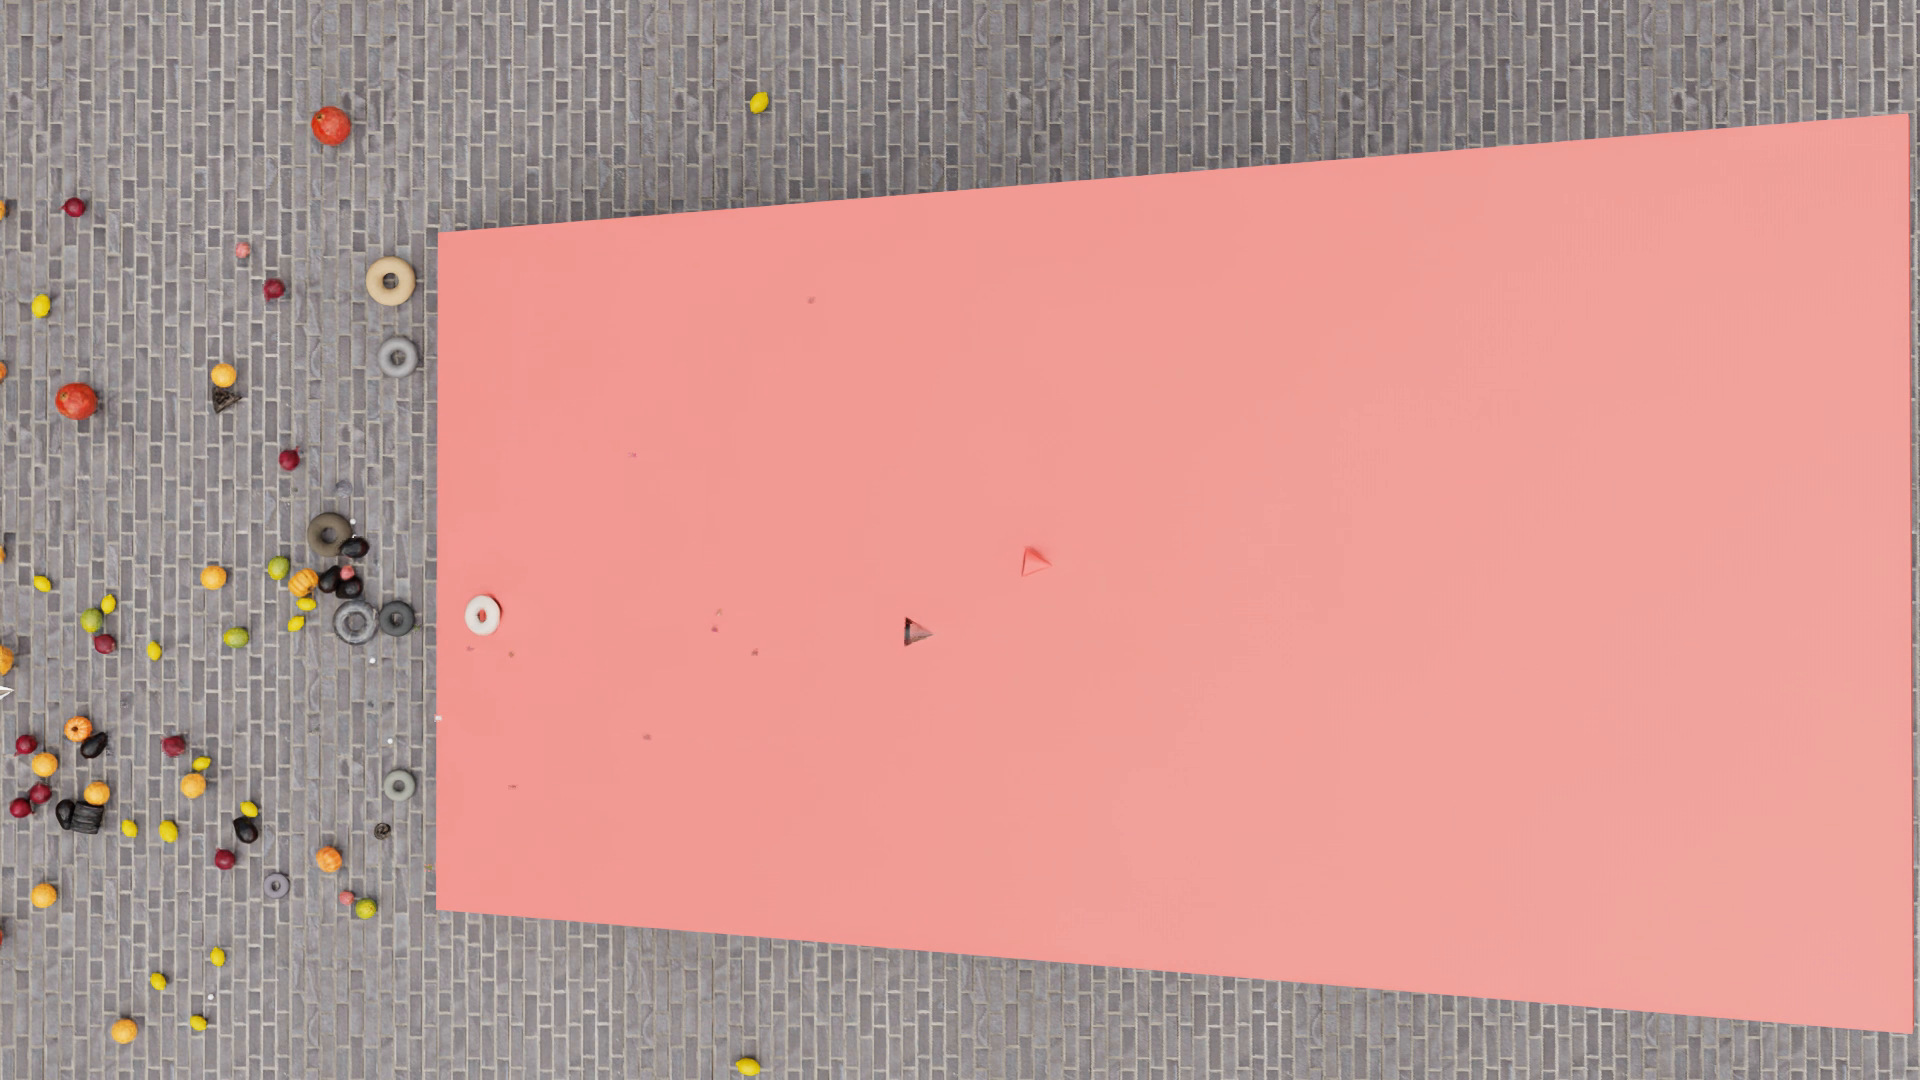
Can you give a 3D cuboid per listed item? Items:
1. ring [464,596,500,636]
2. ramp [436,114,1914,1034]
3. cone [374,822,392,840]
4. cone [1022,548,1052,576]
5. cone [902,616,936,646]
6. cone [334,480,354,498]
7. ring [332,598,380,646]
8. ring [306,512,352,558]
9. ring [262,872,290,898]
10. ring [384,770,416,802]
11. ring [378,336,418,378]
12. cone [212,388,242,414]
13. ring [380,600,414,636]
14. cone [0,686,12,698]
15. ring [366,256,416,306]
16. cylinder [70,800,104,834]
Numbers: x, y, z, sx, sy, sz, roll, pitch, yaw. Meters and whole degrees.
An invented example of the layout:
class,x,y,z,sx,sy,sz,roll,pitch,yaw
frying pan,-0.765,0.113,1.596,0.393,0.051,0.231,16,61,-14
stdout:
class,x,y,z,sx,sy,sz,roll,pitch,yaw
ring,-1.390,0.221,6.403,0.118,0.039,0.118,0,91,25
ramp,0.281,0.081,5.684,4.000,0.100,2.000,0,89,25
cone,-1.728,0.873,6.555,0.053,0.053,0.053,0,89,0
cone,0.202,0.062,5.648,0.077,0.077,0.077,8,89,1
cone,-0.105,0.246,5.791,0.081,0.081,0.081,6,89,2
cone,-1.847,-0.154,6.565,0.055,0.055,0.055,0,89,0
ring,-1.802,0.246,6.565,0.141,0.047,0.141,0,91,0
ring,-1.883,-0.016,6.569,0.135,0.045,0.135,0,90,-1
ring,-2.043,1.033,6.567,0.078,0.026,0.078,0,89,-1
ring,-1.674,0.733,6.567,0.097,0.032,0.097,0,89,1
ring,-1.681,-0.546,6.577,0.126,0.042,0.126,0,91,0
cone,-2.186,-0.422,6.577,0.083,0.083,0.083,-10,89,-27
ring,-1.683,0.235,6.571,0.108,0.036,0.108,0,91,0
cone,-2.871,0.456,6.566,0.088,0.088,0.088,-10,89,-27
ring,-1.702,-0.775,6.575,0.149,0.050,0.149,0,89,1
cylinder,-2.597,0.826,6.542,0.080,0.080,0.080,14,89,0
